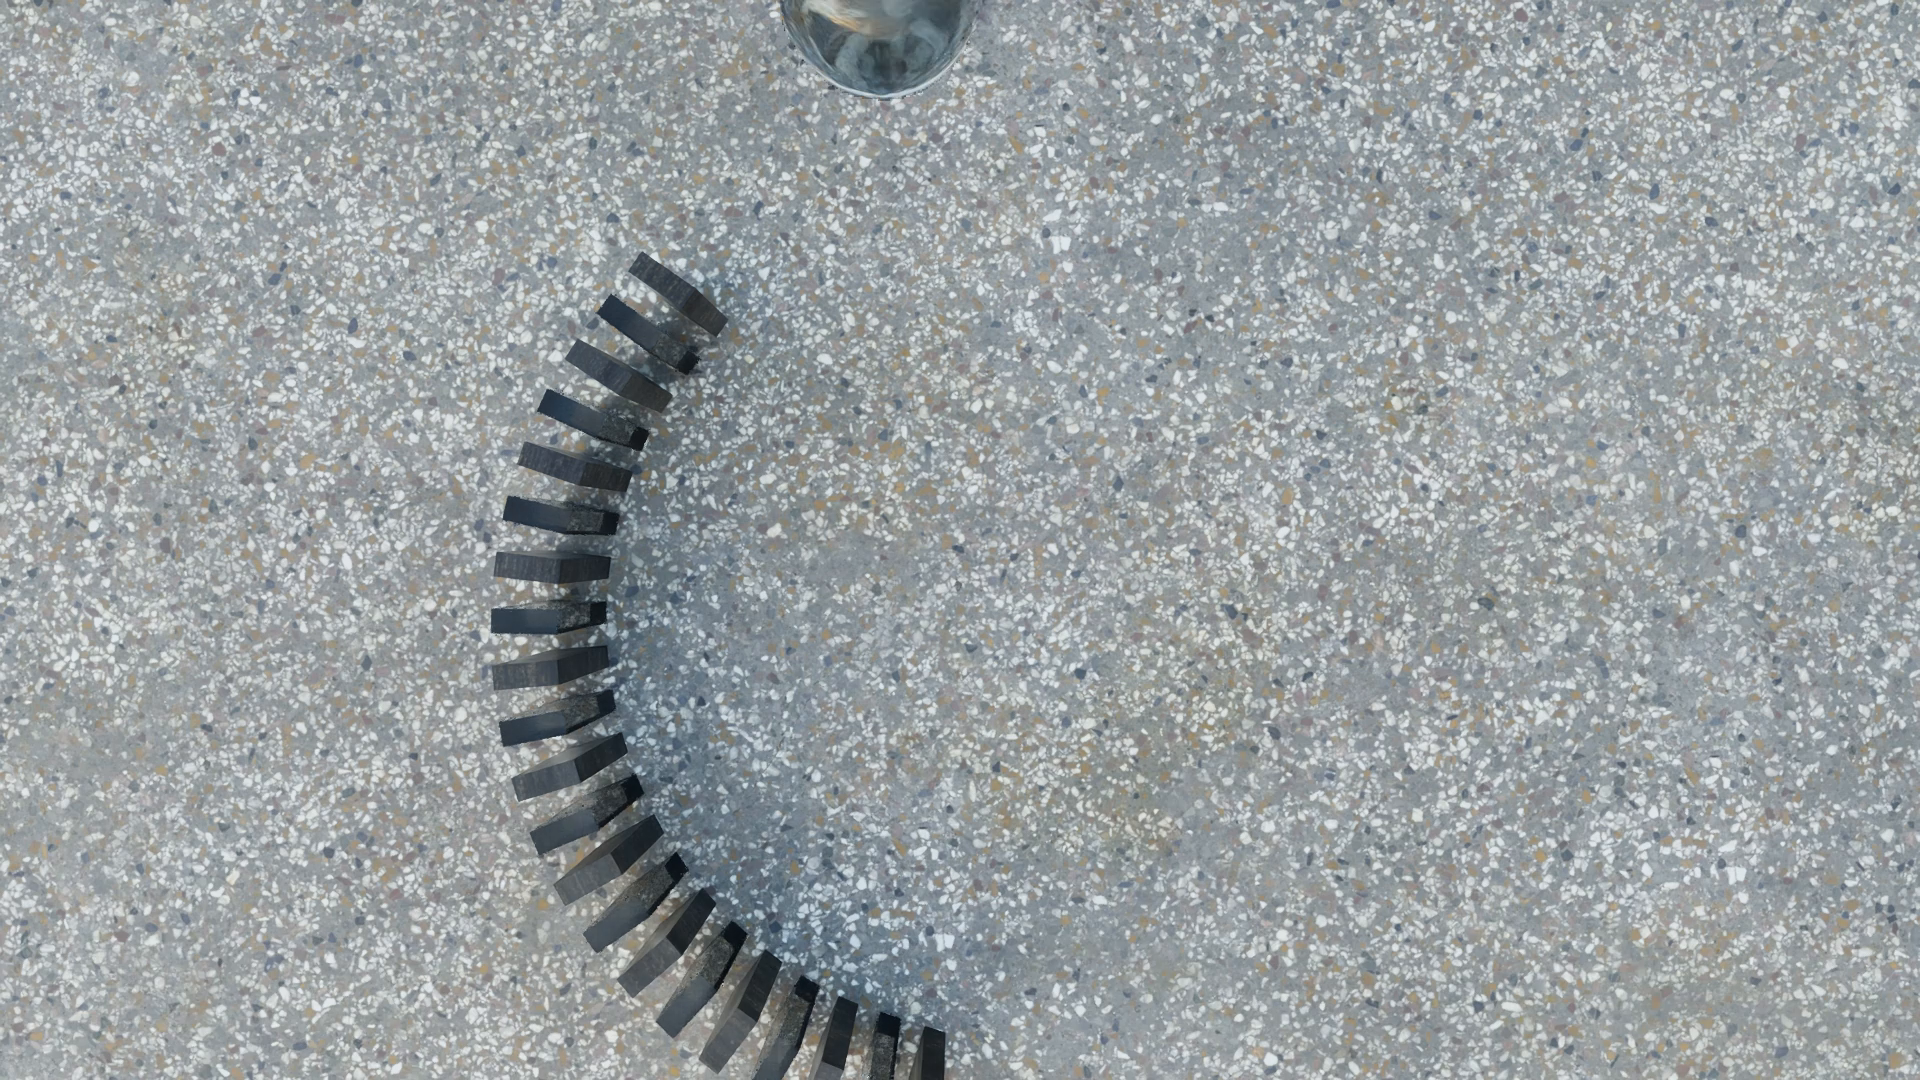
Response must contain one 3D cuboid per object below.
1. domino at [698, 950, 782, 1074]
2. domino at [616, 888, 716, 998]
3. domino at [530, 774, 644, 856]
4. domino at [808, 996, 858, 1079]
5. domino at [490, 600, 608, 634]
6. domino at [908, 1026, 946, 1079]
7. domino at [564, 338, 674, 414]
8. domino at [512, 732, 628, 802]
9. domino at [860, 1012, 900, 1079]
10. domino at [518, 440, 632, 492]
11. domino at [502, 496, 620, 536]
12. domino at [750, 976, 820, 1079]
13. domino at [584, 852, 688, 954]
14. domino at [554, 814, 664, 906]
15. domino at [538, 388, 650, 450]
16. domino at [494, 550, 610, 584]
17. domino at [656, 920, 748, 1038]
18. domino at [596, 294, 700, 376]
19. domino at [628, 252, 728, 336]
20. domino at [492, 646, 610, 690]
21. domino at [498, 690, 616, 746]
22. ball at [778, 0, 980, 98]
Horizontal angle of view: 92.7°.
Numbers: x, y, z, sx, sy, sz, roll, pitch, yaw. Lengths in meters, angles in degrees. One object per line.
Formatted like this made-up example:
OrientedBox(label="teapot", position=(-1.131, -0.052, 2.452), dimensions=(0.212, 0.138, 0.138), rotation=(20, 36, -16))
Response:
OrientedBox(label="domino", position=(-0.089, 0.191, 0.375), dimensions=(0.010, 0.050, 0.025), rotation=(37, 90, 0))
OrientedBox(label="domino", position=(-0.119, 0.163, 0.375), dimensions=(0.025, 0.050, 0.009), rotation=(-41, 90, 0))
OrientedBox(label="domino", position=(-0.151, 0.111, 0.375), dimensions=(0.025, 0.050, 0.009), rotation=(-23, 90, 0))
OrientedBox(label="domino", position=(-0.053, 0.212, 0.375), dimensions=(0.009, 0.050, 0.025), rotation=(23, 90, 0))
OrientedBox(label="domino", position=(-0.167, 0.031, 0.375), dimensions=(0.025, 0.050, 0.009), rotation=(1, 90, 0))
OrientedBox(label="domino", position=(-0.015, 0.225, 0.375), dimensions=(0.009, 0.050, 0.025), rotation=(17, 90, 0))
OrientedBox(label="domino", position=(-0.138, -0.066, 0.375), dimensions=(0.025, 0.050, 0.009), rotation=(34, 90, 0))
OrientedBox(label="domino", position=(-0.158, 0.092, 0.375), dimensions=(0.025, 0.050, 0.009), rotation=(-17, 90, 0))
OrientedBox(label="domino", position=(-0.034, 0.219, 0.375), dimensions=(0.010, 0.050, 0.025), rotation=(18, 90, 0))
OrientedBox(label="domino", position=(-0.156, -0.029, 0.375), dimensions=(0.025, 0.050, 0.009), rotation=(19, 90, 0))
OrientedBox(label="domino", position=(-0.162, -0.010, 0.375), dimensions=(0.025, 0.050, 0.009), rotation=(13, 90, 0))
OrientedBox(label="domino", position=(-0.072, 0.203, 0.375), dimensions=(0.009, 0.050, 0.025), rotation=(31, 90, 0))
OrientedBox(label="domino", position=(-0.131, 0.147, 0.375), dimensions=(0.025, 0.050, 0.009), rotation=(-35, 90, 0))
OrientedBox(label="domino", position=(-0.142, 0.130, 0.375), dimensions=(0.025, 0.050, 0.010), rotation=(-29, 90, 0))
OrientedBox(label="domino", position=(-0.148, -0.048, 0.375), dimensions=(0.025, 0.050, 0.009), rotation=(25, 90, 0))
OrientedBox(label="domino", position=(-0.165, 0.011, 0.375), dimensions=(0.025, 0.050, 0.009), rotation=(7, 90, 0))
OrientedBox(label="domino", position=(-0.104, 0.178, 0.375), dimensions=(0.009, 0.050, 0.025), rotation=(43, 90, 0))
OrientedBox(label="domino", position=(-0.126, -0.083, 0.375), dimensions=(0.025, 0.050, 0.010), rotation=(37, 90, 0))
OrientedBox(label="domino", position=(-0.114, -0.099, 0.375), dimensions=(0.025, 0.050, 0.009), rotation=(35, 90, 0))
OrientedBox(label="domino", position=(-0.166, 0.052, 0.375), dimensions=(0.025, 0.050, 0.010), rotation=(-5, 90, 0))
OrientedBox(label="domino", position=(-0.163, 0.072, 0.375), dimensions=(0.025, 0.050, 0.009), rotation=(-11, 90, 0))
OrientedBox(label="ball", position=(-0.032, -0.218, 0.360), dimensions=(0.080, 0.080, 0.080), rotation=(0, 90, 0))
